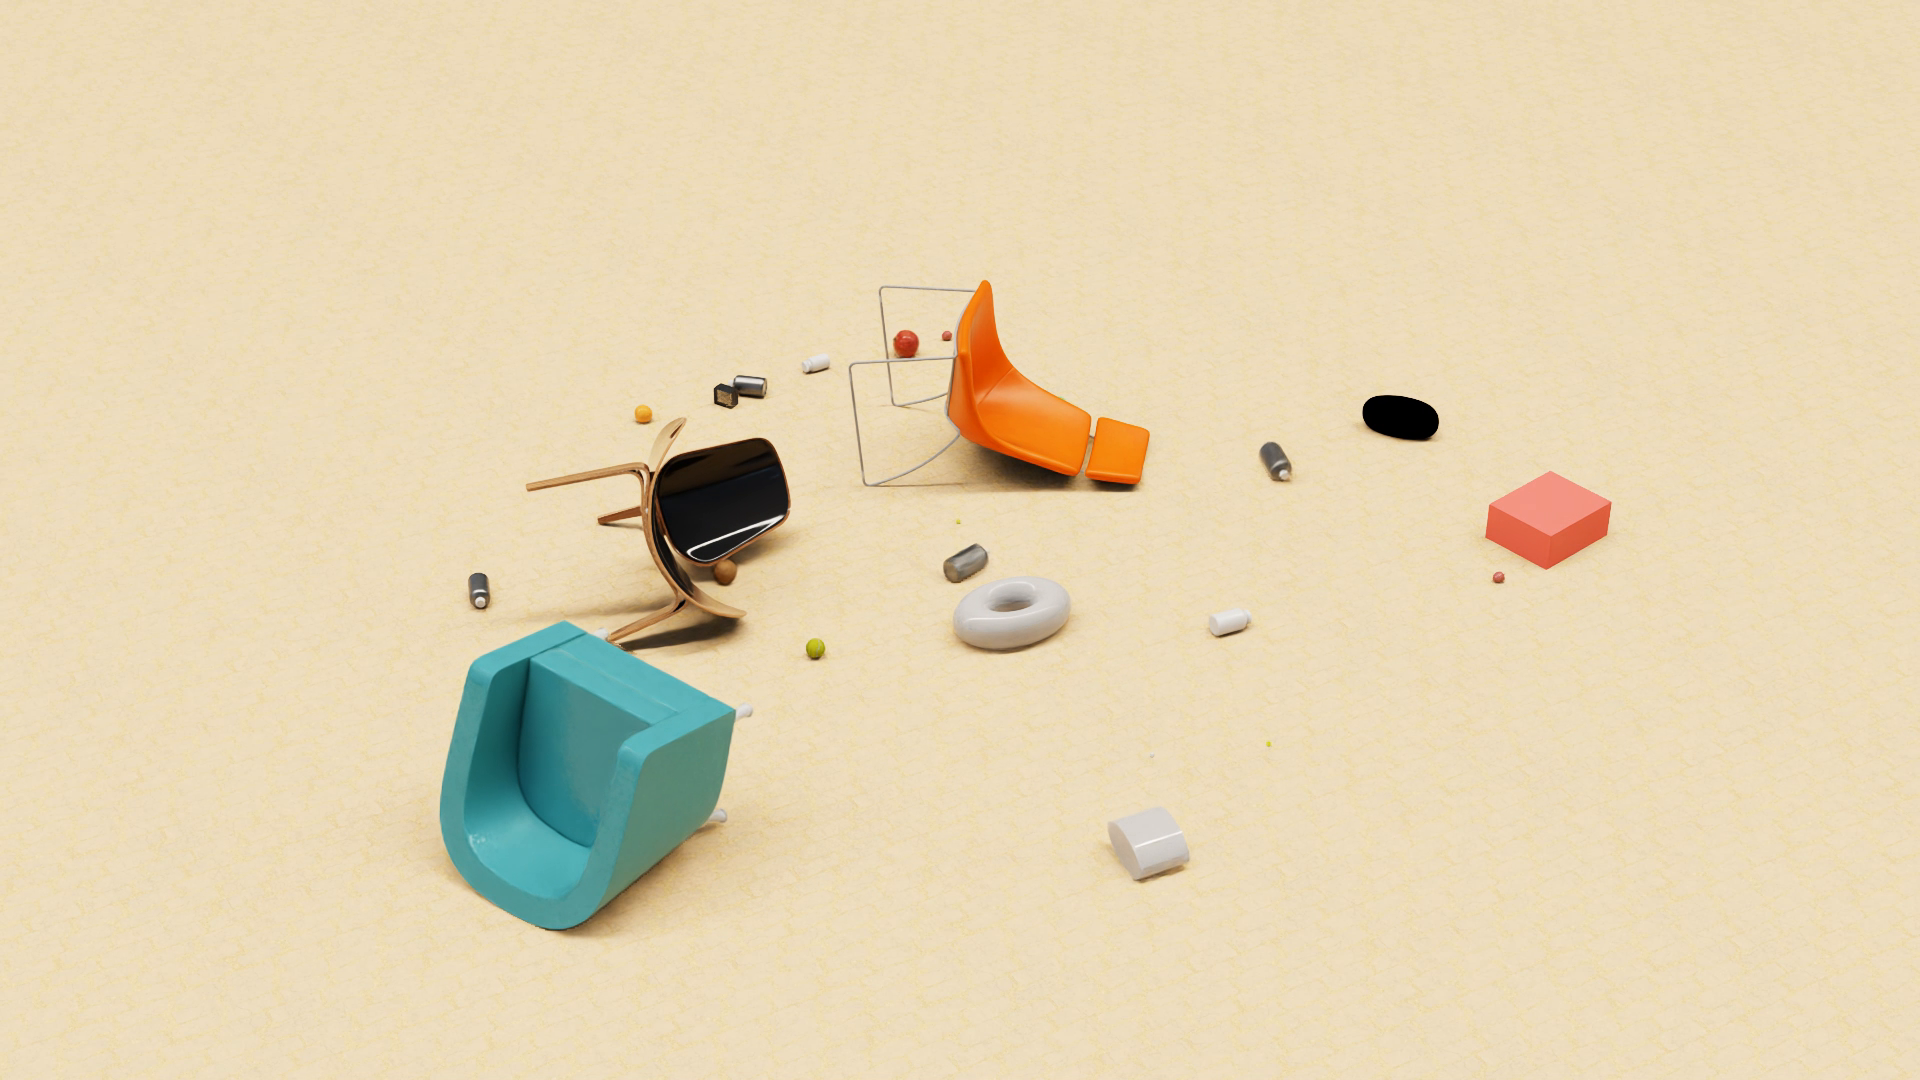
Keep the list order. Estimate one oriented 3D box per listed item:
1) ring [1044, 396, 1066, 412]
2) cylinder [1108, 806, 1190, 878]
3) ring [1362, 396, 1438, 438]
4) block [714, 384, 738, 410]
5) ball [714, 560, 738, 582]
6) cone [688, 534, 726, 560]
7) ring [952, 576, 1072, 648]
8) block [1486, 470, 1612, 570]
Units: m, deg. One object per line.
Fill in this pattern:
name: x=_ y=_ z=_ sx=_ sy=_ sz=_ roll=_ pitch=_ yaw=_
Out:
ring: x=0.381 y=-0.545 z=11.746 sx=0.086 sy=0.029 sz=0.104 roll=27 pitch=41 yaw=36
cylinder: x=0.601 y=0.963 z=9.360 sx=0.179 sy=0.127 sz=0.223 roll=-16 pitch=52 yaw=-22
ring: x=1.737 y=-0.485 z=11.560 sx=0.310 sy=0.134 sz=0.139 roll=11 pitch=38 yaw=19
block: x=-0.938 y=-0.577 z=11.754 sx=0.084 sy=0.072 sz=0.050 roll=19 pitch=38 yaw=26
ball: x=-0.854 y=0.114 z=10.694 sx=0.085 sy=0.085 sz=0.085 roll=0 pitch=33 yaw=0
cone: x=-0.938 y=0.009 z=10.861 sx=0.139 sy=0.076 sz=0.112 roll=-4 pitch=34 yaw=-6
ring: x=0.186 y=0.257 z=10.425 sx=0.447 sy=0.144 sz=0.296 roll=-14 pitch=37 yaw=-18
block: x=2.192 y=-0.076 z=10.925 sx=0.355 sy=0.148 sz=0.291 roll=-26 pitch=41 yaw=-34
